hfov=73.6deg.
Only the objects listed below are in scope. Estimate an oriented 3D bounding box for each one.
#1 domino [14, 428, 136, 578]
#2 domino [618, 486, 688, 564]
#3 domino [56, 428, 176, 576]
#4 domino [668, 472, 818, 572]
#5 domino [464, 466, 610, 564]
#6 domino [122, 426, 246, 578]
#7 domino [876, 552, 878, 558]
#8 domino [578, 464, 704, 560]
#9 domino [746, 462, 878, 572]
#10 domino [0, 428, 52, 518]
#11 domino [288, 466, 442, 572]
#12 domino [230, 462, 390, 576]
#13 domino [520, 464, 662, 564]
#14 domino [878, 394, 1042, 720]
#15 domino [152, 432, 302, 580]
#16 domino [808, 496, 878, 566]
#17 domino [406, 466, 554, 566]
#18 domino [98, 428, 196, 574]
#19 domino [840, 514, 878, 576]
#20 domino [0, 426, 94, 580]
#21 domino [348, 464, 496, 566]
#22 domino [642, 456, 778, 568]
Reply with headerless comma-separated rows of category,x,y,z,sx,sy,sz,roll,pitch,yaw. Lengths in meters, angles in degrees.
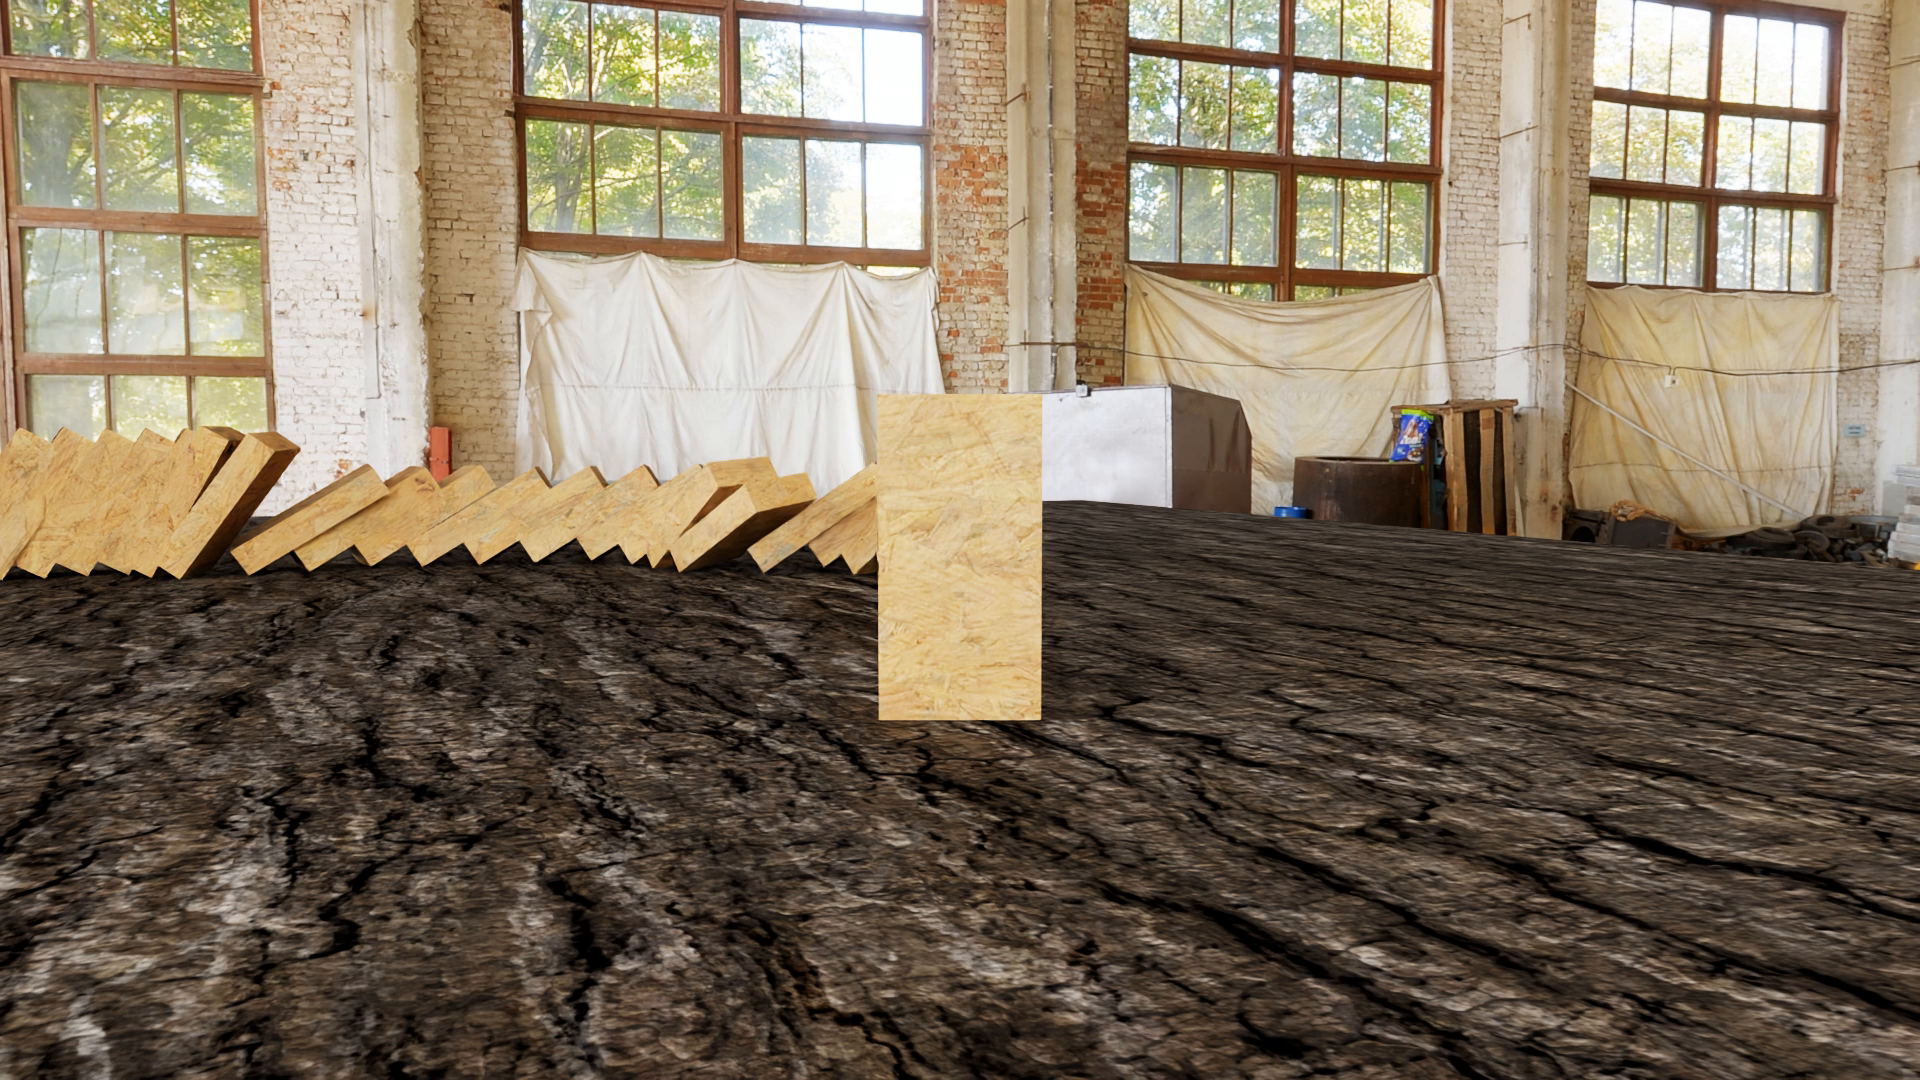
domino,-0.289,-0.013,0.419,0.010,0.050,0.025,34,-15,-31
domino,-0.095,-0.010,0.455,0.050,0.010,0.025,-36,-8,18
domino,-0.280,-0.013,0.426,0.010,0.050,0.025,34,-15,-31
domino,-0.071,-0.005,0.416,0.025,0.010,0.050,-16,-12,-46
domino,-0.151,-0.009,0.460,0.050,0.010,0.025,-33,8,-7
domino,-0.251,-0.013,0.420,0.009,0.050,0.025,29,-1,-11
domino,-0.003,-0.007,0.400,0.025,0.010,0.050,-3,-35,-39
domino,-0.113,-0.010,0.467,0.050,0.010,0.025,-33,5,-6
domino,-0.046,-0.008,0.428,0.050,0.010,0.025,-34,3,1
domino,-0.306,-0.012,0.403,0.010,0.050,0.025,35,-17,-33
domino,-0.208,-0.008,0.446,0.050,0.010,0.025,-39,24,-26
domino,-0.219,-0.008,0.432,0.050,0.009,0.025,-36,23,-20
domino,-0.132,-0.010,0.463,0.050,0.009,0.025,-33,7,-7
domino,0.000,0.002,0.201,0.025,0.050,0.009,0,4,0
domino,-0.236,-0.012,0.415,0.010,0.050,0.025,36,-1,-11
domino,-0.027,-0.009,0.435,0.050,0.009,0.025,-34,1,-2
domino,-0.171,-0.009,0.459,0.050,0.010,0.025,-33,11,-10
domino,-0.269,-0.014,0.430,0.009,0.050,0.025,34,-15,-31
domino,-0.014,-0.008,0.415,0.050,0.009,0.025,-43,-22,31
domino,-0.297,-0.012,0.411,0.010,0.050,0.025,35,-17,-33
domino,-0.193,-0.009,0.458,0.050,0.009,0.025,-39,22,-26
domino,-0.084,-0.009,0.433,0.025,0.010,0.050,-11,-24,-46
